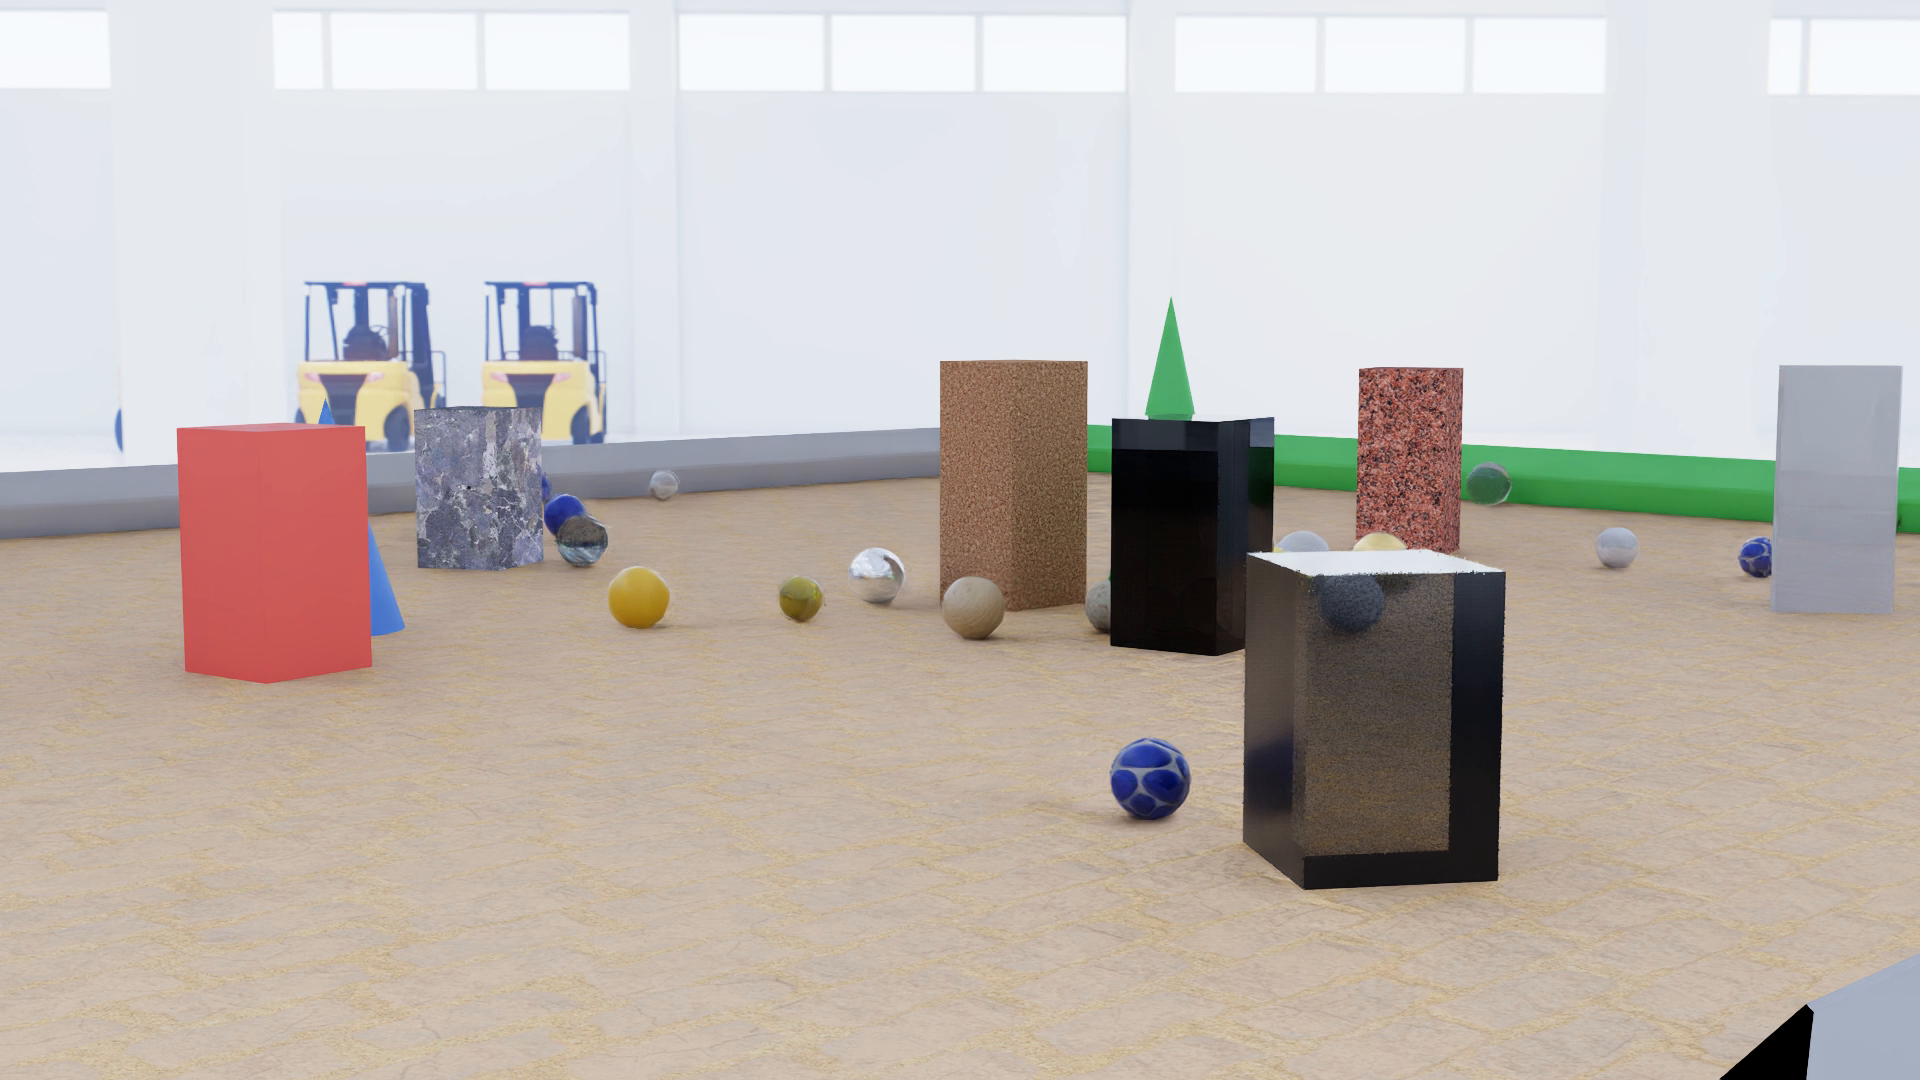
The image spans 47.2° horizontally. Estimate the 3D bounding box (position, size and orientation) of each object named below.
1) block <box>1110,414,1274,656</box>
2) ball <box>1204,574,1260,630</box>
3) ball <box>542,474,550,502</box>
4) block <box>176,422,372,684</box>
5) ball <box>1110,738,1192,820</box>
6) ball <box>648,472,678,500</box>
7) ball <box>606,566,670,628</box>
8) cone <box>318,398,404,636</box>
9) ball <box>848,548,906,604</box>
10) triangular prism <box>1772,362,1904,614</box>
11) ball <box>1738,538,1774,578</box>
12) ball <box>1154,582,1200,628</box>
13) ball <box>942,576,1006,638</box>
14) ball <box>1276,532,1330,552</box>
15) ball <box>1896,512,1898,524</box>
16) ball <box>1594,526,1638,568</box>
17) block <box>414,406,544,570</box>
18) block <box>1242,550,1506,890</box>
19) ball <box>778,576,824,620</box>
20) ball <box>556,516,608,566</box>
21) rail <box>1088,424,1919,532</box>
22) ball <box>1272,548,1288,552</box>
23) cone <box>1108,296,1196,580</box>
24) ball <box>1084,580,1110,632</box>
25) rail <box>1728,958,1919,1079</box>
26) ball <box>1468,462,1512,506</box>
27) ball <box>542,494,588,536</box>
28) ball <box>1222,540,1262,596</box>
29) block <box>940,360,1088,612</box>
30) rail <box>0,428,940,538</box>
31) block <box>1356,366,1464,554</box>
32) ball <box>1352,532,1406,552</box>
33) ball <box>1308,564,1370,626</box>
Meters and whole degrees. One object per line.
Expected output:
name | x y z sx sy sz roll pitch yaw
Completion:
block | 0.310 -0.012 2.935 0.159 0.304 0.159 4 7 34
ball | 0.380 0.086 3.077 0.079 0.079 0.079 0 6 0
ball | -0.976 -0.117 5.010 0.082 0.082 0.082 0 6 0
block | -0.849 0.011 2.726 0.159 0.302 0.159 4 7 35
ball | 0.167 0.210 1.931 0.071 0.071 0.071 0 6 0
ball | -0.700 -0.127 5.186 0.067 0.067 0.067 0 6 0
ball | -0.452 0.081 3.088 0.088 0.088 0.088 0 6 0
cone | -0.880 -0.036 3.066 0.198 0.325 0.198 0 6 0
ball | -0.126 0.055 3.341 0.086 0.086 0.086 0 6 0
triangular prism | 1.300 -0.082 3.311 0.172 0.365 0.149 1 6 7
ball | 1.337 0.029 3.675 0.068 0.068 0.068 0 6 0
ball | 0.305 0.092 3.086 0.065 0.065 0.065 0 6 0
ball | 0.018 0.091 2.994 0.086 0.086 0.086 0 6 0
ball | 0.544 0.034 3.498 0.095 0.095 0.095 0 6 0
ball | 1.851 -0.044 4.414 0.061 0.061 0.061 0 6 0
ball | 1.139 0.013 3.815 0.072 0.072 0.072 0 6 0
block | -0.843 -0.094 3.861 0.159 0.274 0.159 2 6 18
block | 0.330 0.139 1.774 0.159 0.244 0.159 -1 6 -10
ball | -0.229 0.084 3.171 0.065 0.065 0.065 0 6 0
ball | -0.661 0.001 3.844 0.089 0.089 0.089 0 6 0
rail | 1.568 -0.116 4.771 0.045 0.129 3.963 -5 8 -42
ball | 0.483 0.054 3.364 0.084 0.084 0.084 0 6 0
cone | 0.304 -0.121 3.190 0.198 0.468 0.198 0 6 0
ball | 0.209 0.092 3.060 0.071 0.071 0.071 0 6 0
rail | 1.328 0.183 1.901 4.314 0.129 0.045 -5 8 -42
ball | 1.215 -0.129 5.049 0.099 0.099 0.099 0 6 0
ball | -0.774 -0.046 4.311 0.087 0.087 0.087 0 6 0
ball | 0.435 0.044 3.436 0.089 0.089 0.089 0 6 0
block | 0.081 -0.088 3.351 0.159 0.369 0.159 -5 8 -42
rail | -1.328 -0.116 4.763 4.314 0.129 0.045 -5 8 -42
block | 0.833 -0.148 4.072 0.159 0.339 0.159 3 7 24
ball | 0.668 0.035 3.500 0.093 0.093 0.093 0 6 0
ball | 0.536 0.079 3.114 0.087 0.087 0.087 0 6 0
